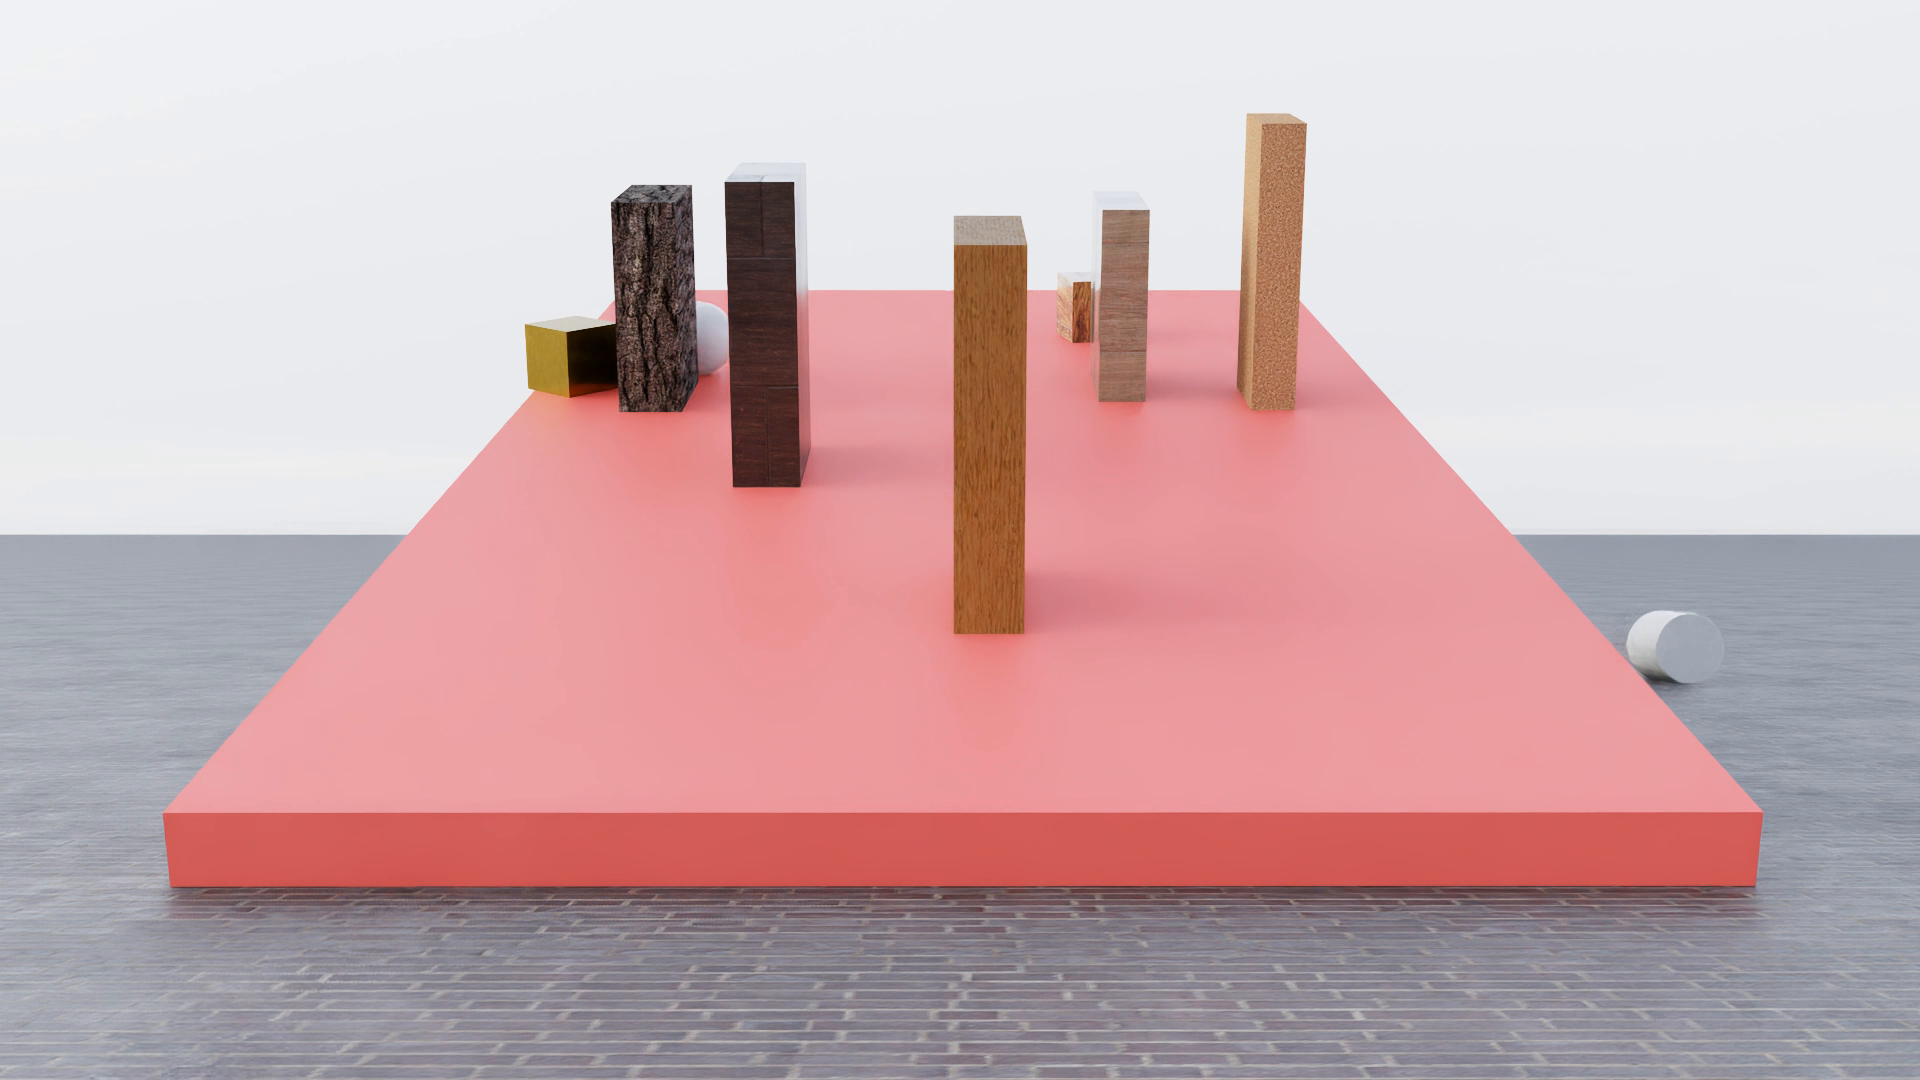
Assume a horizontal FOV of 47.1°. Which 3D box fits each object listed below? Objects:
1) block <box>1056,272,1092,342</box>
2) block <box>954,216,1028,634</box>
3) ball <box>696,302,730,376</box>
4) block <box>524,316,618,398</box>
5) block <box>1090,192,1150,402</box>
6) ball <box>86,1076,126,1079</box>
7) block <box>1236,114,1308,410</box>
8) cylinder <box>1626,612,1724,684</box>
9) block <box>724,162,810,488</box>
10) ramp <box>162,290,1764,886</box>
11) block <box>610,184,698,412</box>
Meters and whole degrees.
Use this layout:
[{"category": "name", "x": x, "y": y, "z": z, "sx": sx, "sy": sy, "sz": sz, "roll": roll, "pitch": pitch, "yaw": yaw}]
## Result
[{"category": "block", "x": 0.356, "y": -0.621, "z": 5.854, "sx": 0.161, "sy": 0.161, "sz": 0.161, "roll": -3, "pitch": 16, "yaw": -12}, {"category": "block", "x": 0.045, "y": -0.191, "z": 3.517, "sx": 0.110, "sy": 0.608, "sz": 0.336, "roll": 0, "pitch": 16, "yaw": 0}, {"category": "ball", "x": -0.633, "y": -0.490, "z": 5.358, "sx": 0.178, "sy": 0.178, "sz": 0.178, "roll": 0, "pitch": 0, "yaw": 0}, {"category": "block", "x": -0.913, "y": -0.434, "z": 5.203, "sx": 0.155, "sy": 0.155, "sz": 0.155, "roll": 14, "pitch": 21, "yaw": 40}, {"category": "block", "x": 0.374, "y": -0.579, "z": 5.191, "sx": 0.108, "sy": 0.442, "sz": 0.346, "roll": 0, "pitch": 16, "yaw": 0}, {"category": "ball", "x": -0.531, "y": 0.388, "z": 1.357, "sx": 0.112, "sy": 0.112, "sz": 0.112, "roll": 0, "pitch": 0, "yaw": 0}, {"category": "block", "x": 0.710, "y": -0.639, "z": 5.038, "sx": 0.099, "sy": 0.641, "sz": 0.263, "roll": 0, "pitch": 16, "yaw": 0}, {"category": "cylinder", "x": 2.103, "y": 0.315, "z": 6.489, "sx": 0.204, "sy": 0.204, "sz": 0.204, "roll": 0, "pitch": 0, "yaw": -7}, {"category": "block", "x": -0.379, "y": -0.435, "z": 4.399, "sx": 0.132, "sy": 0.595, "sz": 0.336, "roll": 0, "pitch": 16, "yaw": 0}, {"category": "ramp", "x": -0.002, "y": -0.156, "z": 4.692, "sx": 2.000, "sy": 0.100, "sz": 4.000, "roll": 0, "pitch": 16, "yaw": 0}, {"category": "block", "x": -0.699, "y": -0.561, "z": 5.071, "sx": 0.141, "sy": 0.471, "sz": 0.337, "roll": 0, "pitch": 16, "yaw": 0}]
